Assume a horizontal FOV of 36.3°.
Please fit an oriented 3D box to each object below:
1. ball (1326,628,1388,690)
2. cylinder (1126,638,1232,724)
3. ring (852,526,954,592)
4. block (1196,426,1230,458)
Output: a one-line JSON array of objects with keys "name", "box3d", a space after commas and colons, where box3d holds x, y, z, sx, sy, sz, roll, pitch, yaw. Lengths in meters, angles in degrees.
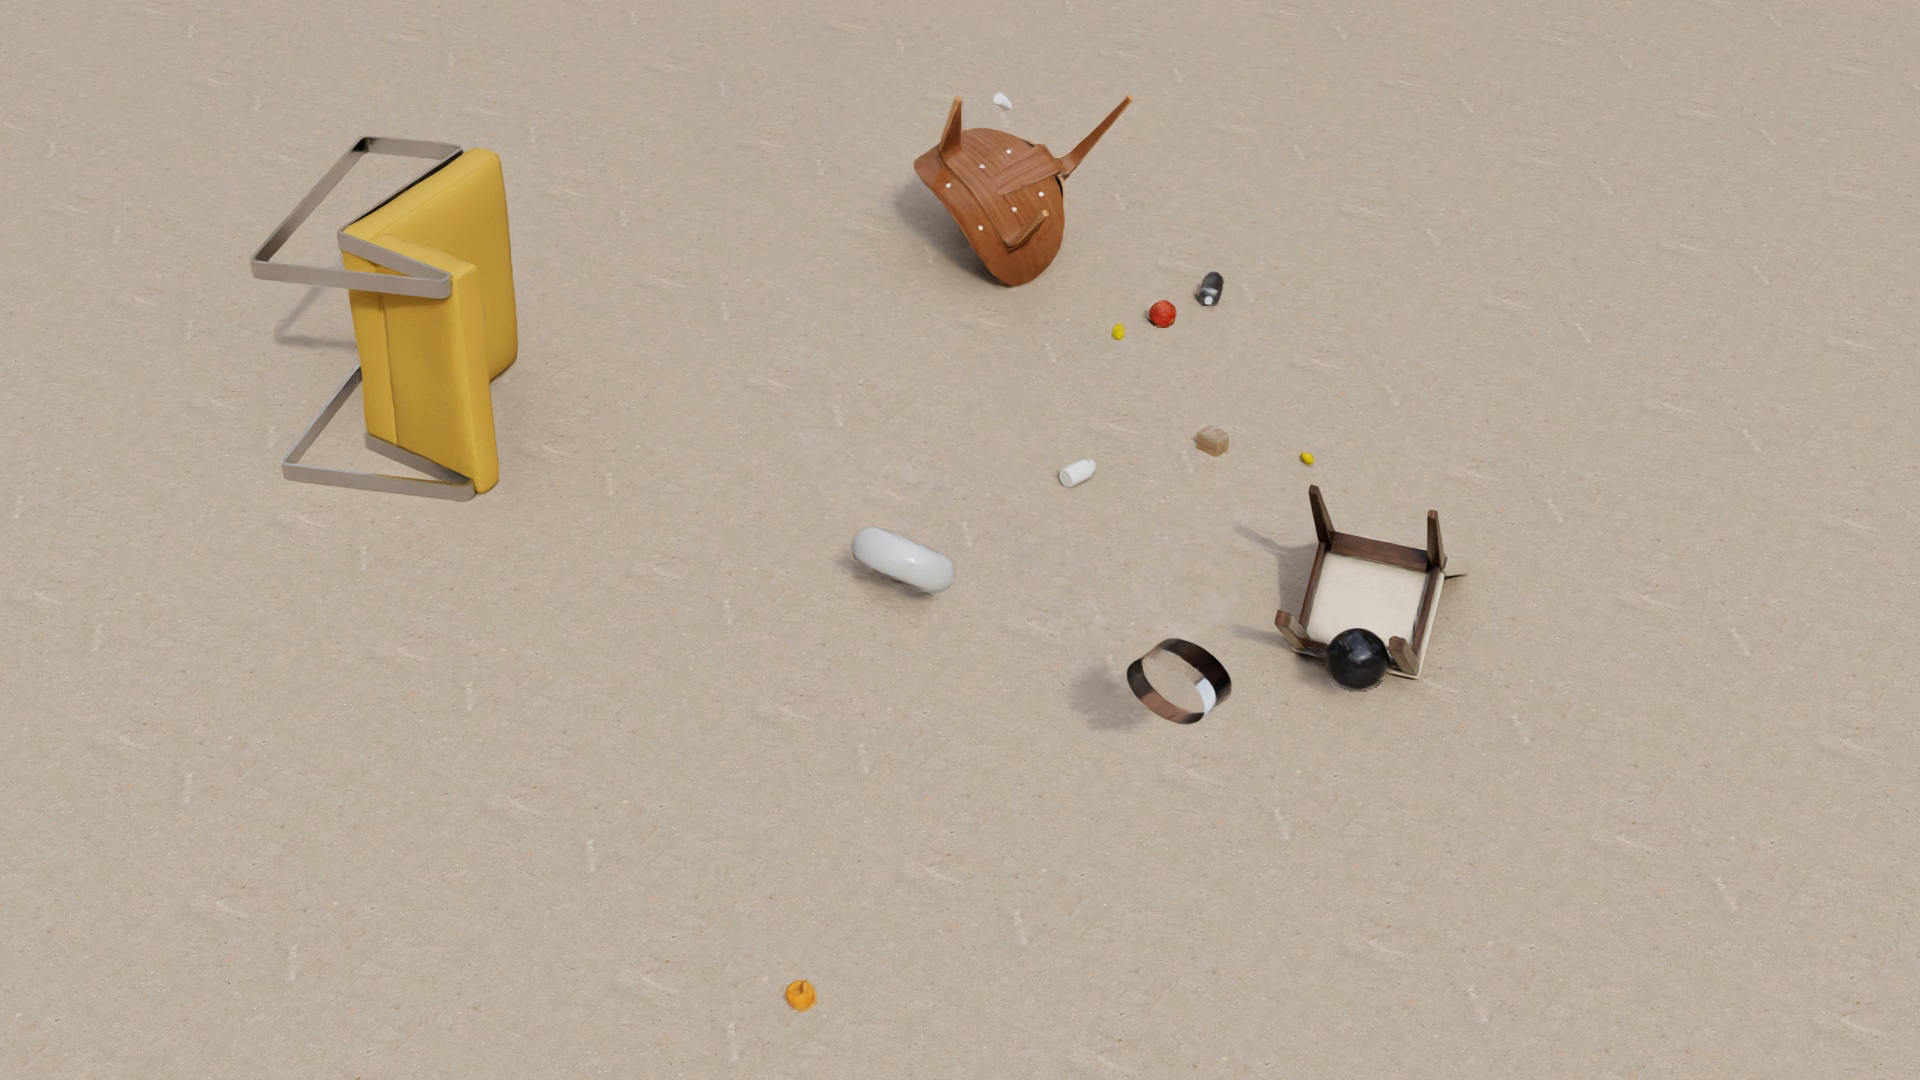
[{"name": "ball", "box3d": [1.344, 0.402, 9.914, 0.212, 0.212, 0.212, 0, 33, 0]}, {"name": "cylinder", "box3d": [0.682, 0.438, 9.117, 0.286, 0.185, 0.173, 31, 35, 21]}, {"name": "ring", "box3d": [-0.201, 0.069, 10.384, 0.386, 0.144, 0.244, 23, 1, 2]}, {"name": "block", "box3d": [0.989, -0.386, 11.461, 0.097, 0.076, 0.074, 27, 42, 35]}]
